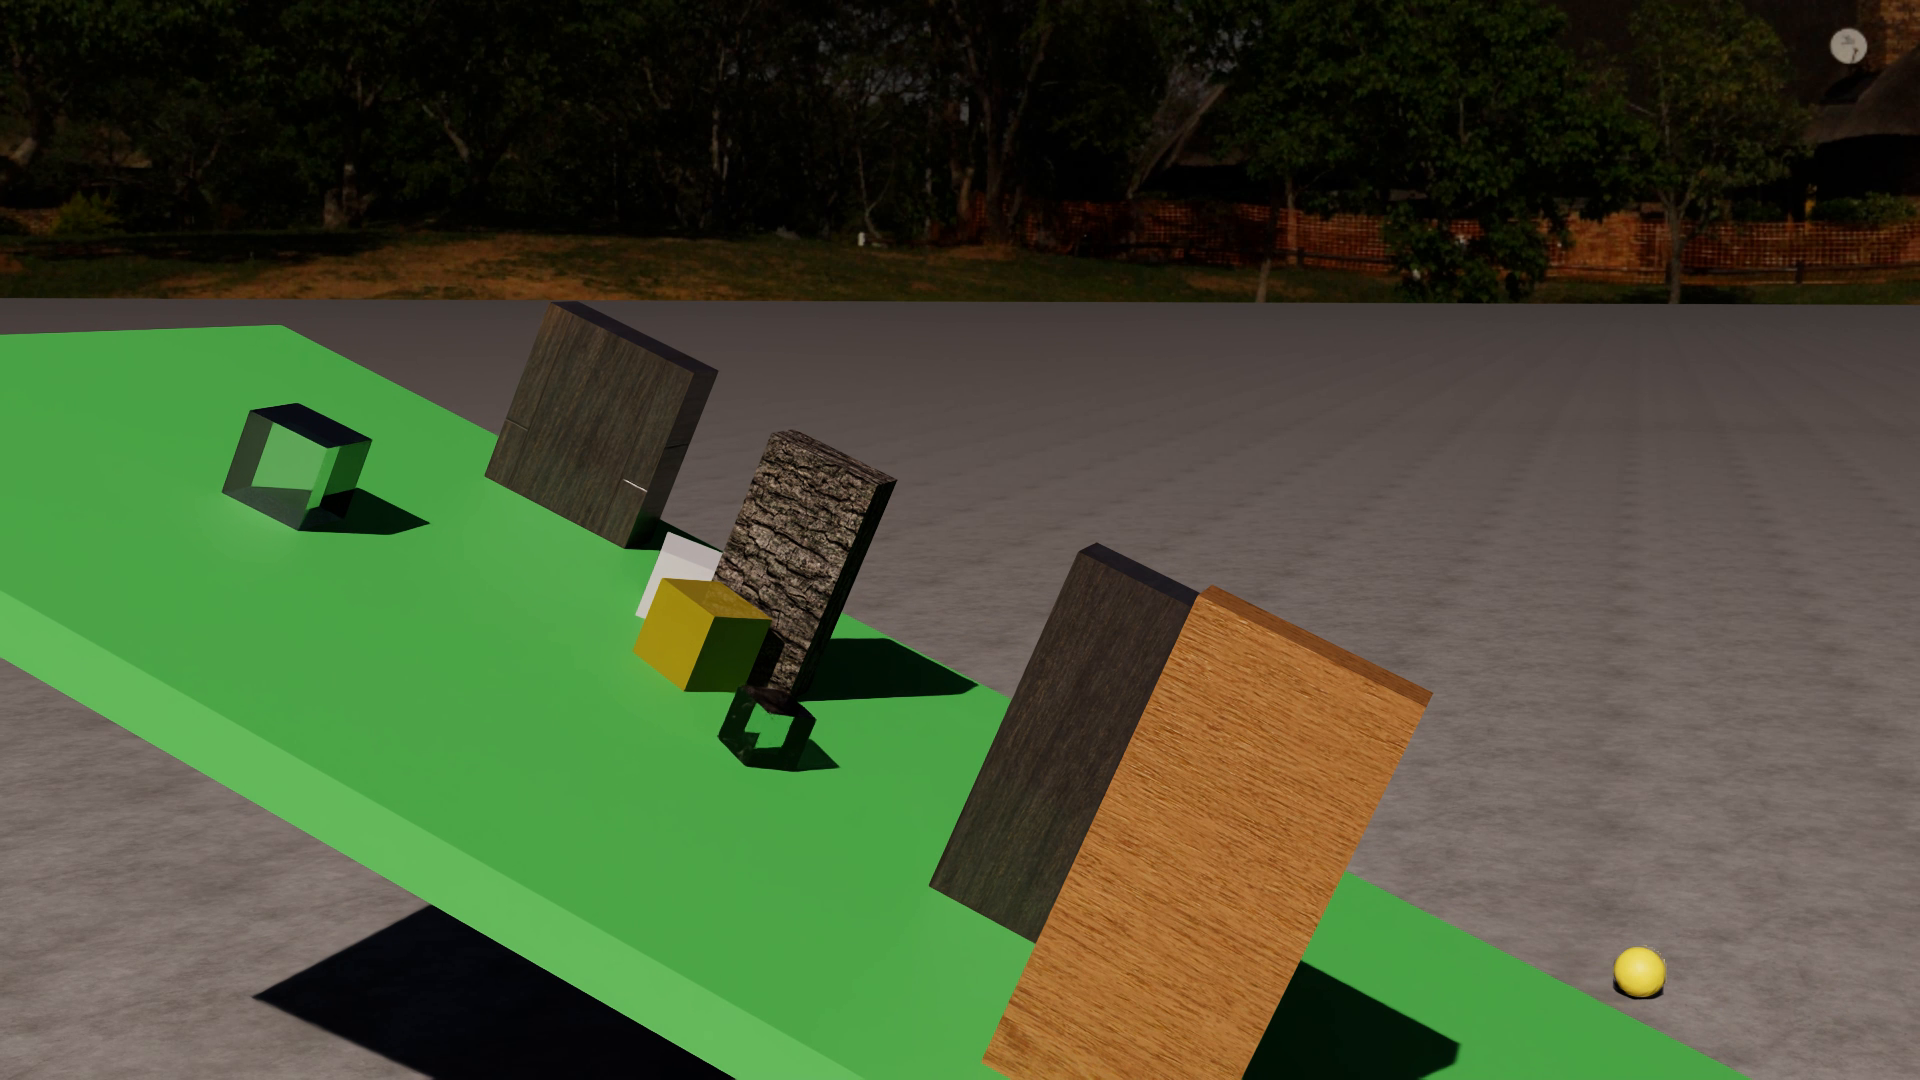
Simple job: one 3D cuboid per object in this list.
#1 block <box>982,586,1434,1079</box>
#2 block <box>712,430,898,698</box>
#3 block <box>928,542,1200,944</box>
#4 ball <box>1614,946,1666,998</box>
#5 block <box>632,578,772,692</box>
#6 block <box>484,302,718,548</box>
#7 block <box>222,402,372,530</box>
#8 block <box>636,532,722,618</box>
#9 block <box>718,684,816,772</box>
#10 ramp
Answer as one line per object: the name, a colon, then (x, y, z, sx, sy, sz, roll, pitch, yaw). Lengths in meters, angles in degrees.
block: (0.355, 0.503, 3.232, 0.353, 0.792, 0.111, 26, 13, 13)
block: (-0.346, 0.050, 4.480, 0.244, 0.488, 0.125, 26, 13, 13)
block: (0.232, 0.376, 3.814, 0.321, 0.659, 0.134, 26, 13, 13)
ball: (1.743, 1.109, 5.640, 0.128, 0.128, 0.128, 0, 7, 0)
block: (-0.511, 0.190, 4.363, 0.165, 0.165, 0.165, 33, 16, 35)
block: (-0.821, -0.266, 5.026, 0.384, 0.437, 0.138, 26, 13, 13)
block: (-1.299, -0.146, 4.313, 0.176, 0.176, 0.176, 26, 13, 9)
block: (-0.580, 0.097, 4.642, 0.151, 0.151, 0.151, 22, 13, -8)
block: (-0.360, 0.352, 4.101, 0.112, 0.112, 0.112, 12, 18, -41)
ramp: (-0.280, 0.485, 4.179, 4.000, 0.100, 2.000, 26, 13, 13)
